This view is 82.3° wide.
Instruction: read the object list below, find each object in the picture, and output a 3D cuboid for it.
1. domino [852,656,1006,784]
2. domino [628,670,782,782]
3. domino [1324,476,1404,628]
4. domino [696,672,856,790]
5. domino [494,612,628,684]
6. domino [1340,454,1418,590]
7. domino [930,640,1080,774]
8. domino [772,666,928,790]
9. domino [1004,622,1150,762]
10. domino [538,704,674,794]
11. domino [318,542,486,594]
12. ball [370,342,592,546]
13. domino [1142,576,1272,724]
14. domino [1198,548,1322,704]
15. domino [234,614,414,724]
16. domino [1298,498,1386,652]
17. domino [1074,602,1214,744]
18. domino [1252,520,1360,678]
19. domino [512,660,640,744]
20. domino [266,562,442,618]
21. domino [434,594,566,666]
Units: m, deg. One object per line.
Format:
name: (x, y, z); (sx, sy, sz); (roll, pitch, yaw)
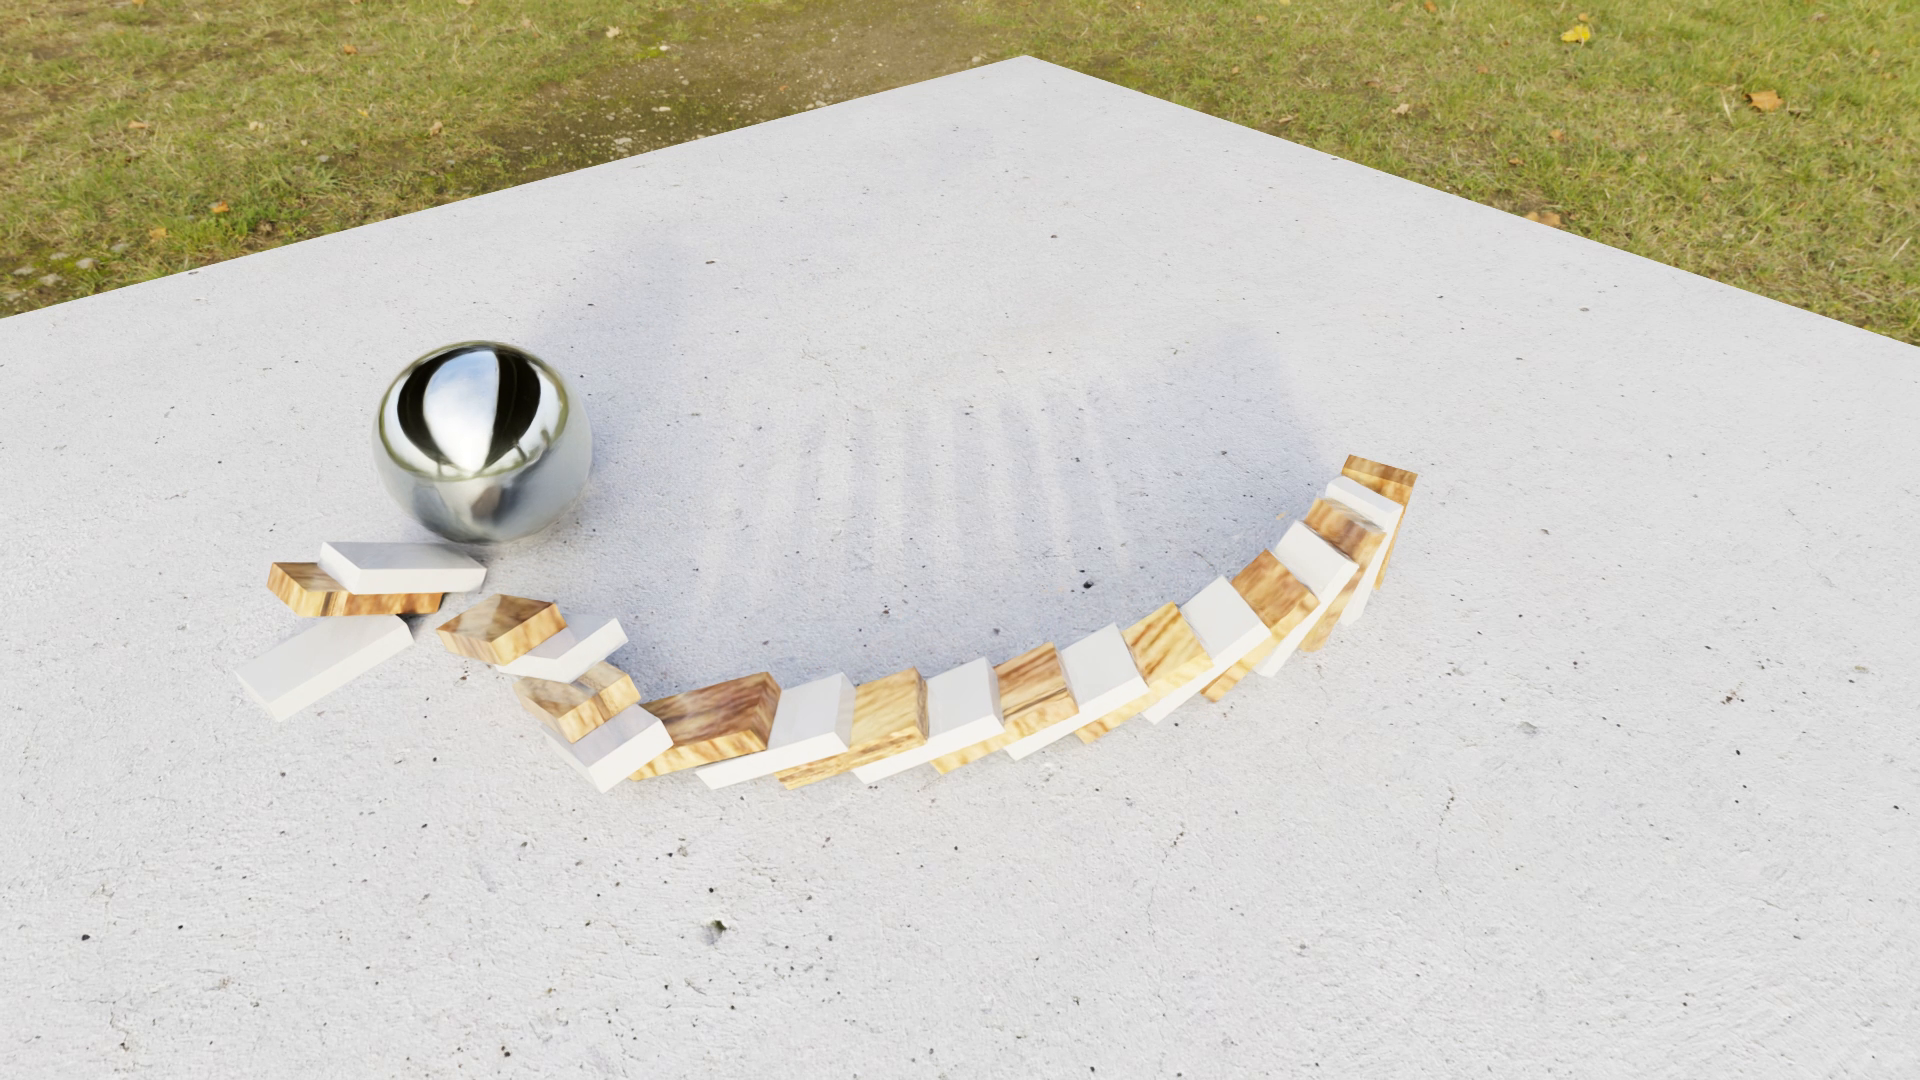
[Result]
domino: (-0.011, 0.058, 0.356); (0.050, 0.010, 0.025); (-23, 38, 12)
domino: (-0.084, 0.060, 0.355); (0.050, 0.009, 0.025); (-16, 36, 18)
domino: (0.142, 0.004, 0.405); (0.010, 0.050, 0.025); (-23, 44, -37)
domino: (-0.059, 0.061, 0.353); (0.050, 0.010, 0.025); (-19, 36, 16)
domino: (-0.141, 0.037, 0.382); (0.050, 0.010, 0.025); (0, 30, 42)
domino: (0.154, -0.006, 0.419); (0.025, 0.050, 0.010); (20, 43, 23)
domino: (0.012, 0.055, 0.360); (0.050, 0.010, 0.025); (-26, 39, 10)
domino: (-0.035, 0.061, 0.354); (0.050, 0.010, 0.025); (-21, 37, 14)
domino: (0.035, 0.050, 0.365); (0.050, 0.010, 0.025); (-29, 40, 9)
domino: (-0.113, 0.062, 0.350); (0.025, 0.009, 0.050); (-34, 25, -28)
domino: (-0.207, 0.010, 0.410); (0.025, 0.010, 0.050); (27, 12, 29)
ball: (-0.187, -0.038, 0.434); (0.080, 0.080, 0.080); (0, 39, 0)
domino: (0.078, 0.037, 0.376); (0.050, 0.010, 0.025); (-40, 43, 8)
domino: (0.097, 0.030, 0.382); (0.050, 0.009, 0.025); (-47, 43, 12)
domino: (-0.226, 0.041, 0.393); (0.025, 0.010, 0.050); (27, 46, 29)
domino: (0.129, 0.013, 0.396); (0.009, 0.050, 0.025); (-2, 33, -40)
domino: (0.057, 0.045, 0.370); (0.050, 0.009, 0.025); (-33, 41, 8)
domino: (0.115, 0.021, 0.389); (0.009, 0.050, 0.025); (17, 23, -42)
domino: (-0.128, 0.050, 0.365); (0.025, 0.010, 0.050); (-34, 25, -29)
domino: (-0.220, 0.018, 0.401); (0.025, 0.010, 0.050); (27, 13, 29)
domino: (-0.163, 0.031, 0.390); (0.050, 0.009, 0.025); (3, 32, 45)
